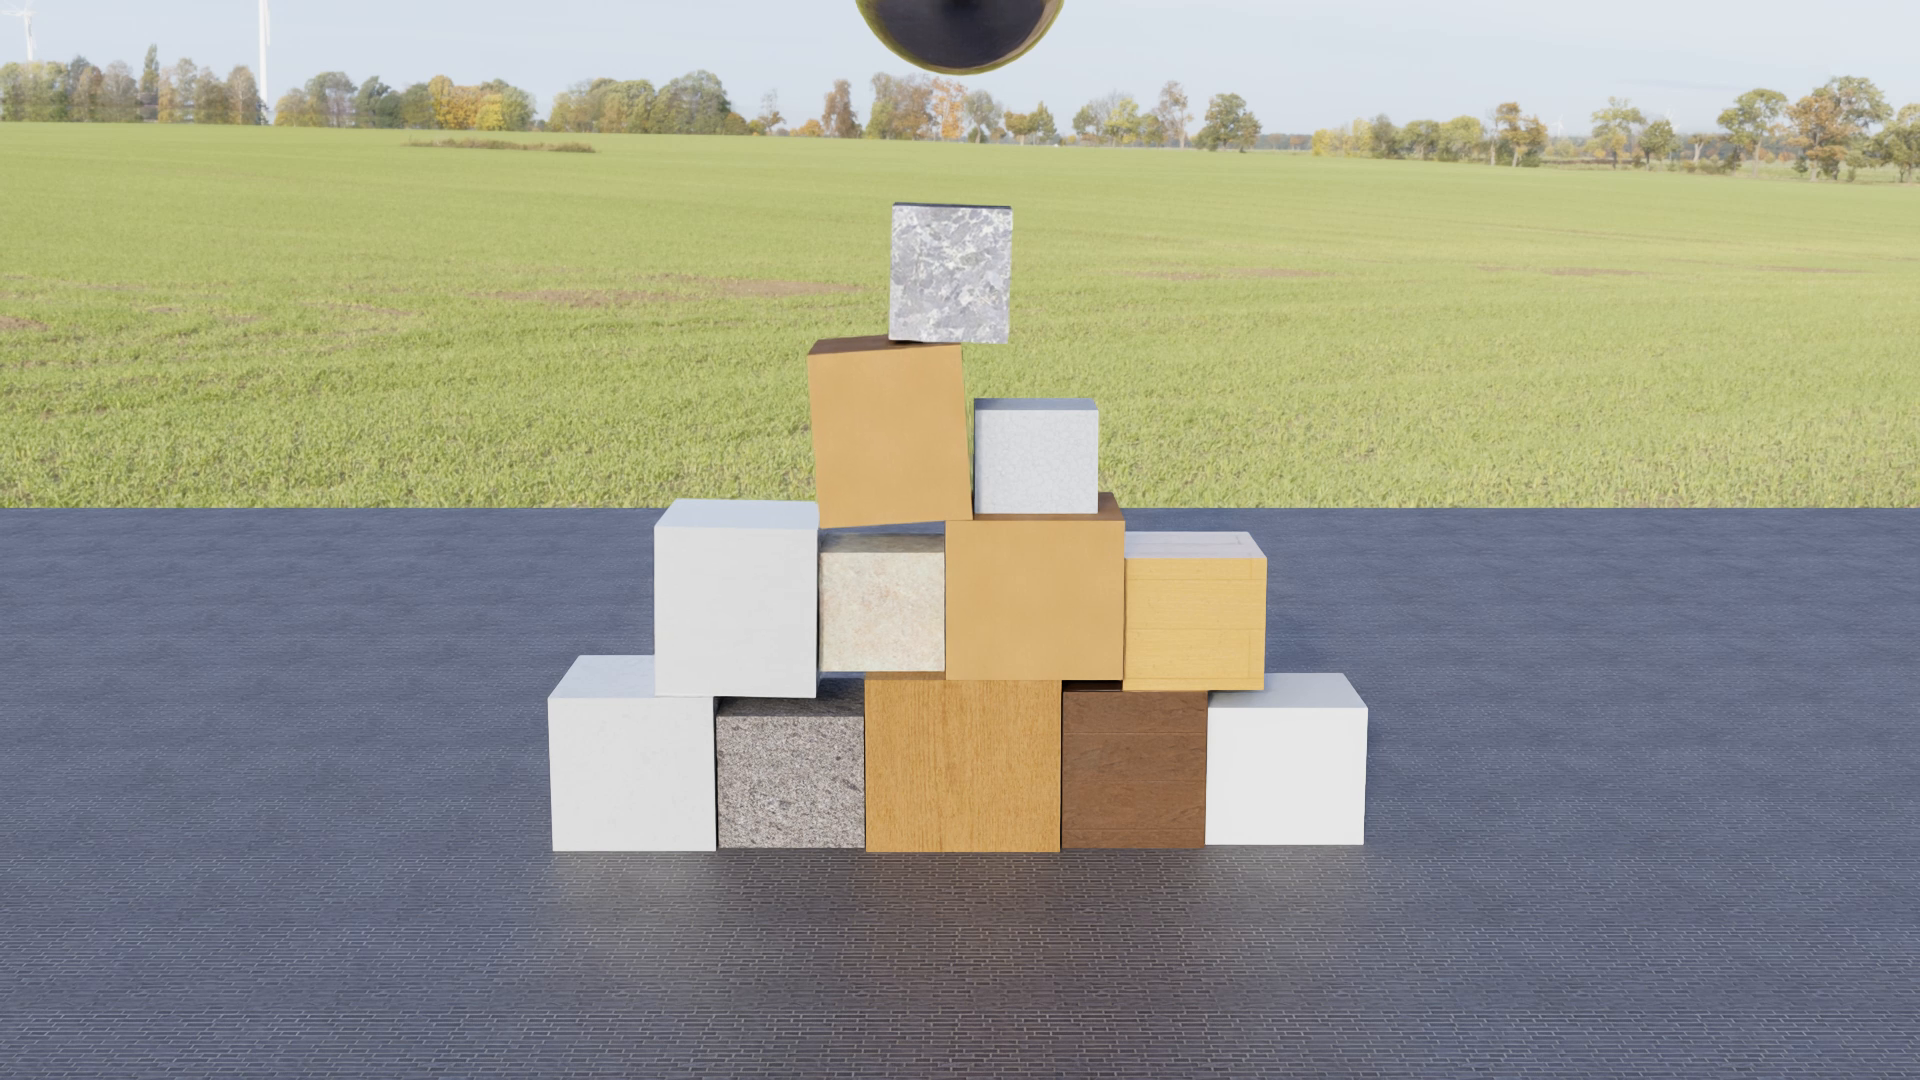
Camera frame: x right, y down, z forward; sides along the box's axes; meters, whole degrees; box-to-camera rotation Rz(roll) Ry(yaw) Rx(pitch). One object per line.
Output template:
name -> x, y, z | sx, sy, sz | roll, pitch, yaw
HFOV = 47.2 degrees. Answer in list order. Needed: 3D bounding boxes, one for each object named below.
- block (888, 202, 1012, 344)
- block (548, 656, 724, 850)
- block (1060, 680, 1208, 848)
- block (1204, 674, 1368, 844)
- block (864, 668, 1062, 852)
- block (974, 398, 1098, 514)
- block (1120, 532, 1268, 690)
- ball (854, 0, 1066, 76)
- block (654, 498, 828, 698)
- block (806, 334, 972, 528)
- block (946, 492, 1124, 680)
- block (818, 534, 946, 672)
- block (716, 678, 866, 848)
block -> -0.047, -1.337, 10.939 | 0.581, 0.645, 0.621 | 2, 10, 0
block -> -1.630, 1.087, 11.390 | 0.815, 0.787, 0.923 | 0, 10, 0
block -> 0.869, 1.081, 11.367 | 0.718, 0.807, 0.791 | 0, 10, 0
block -> 1.638, 1.123, 11.403 | 0.799, 0.711, 0.730 | 0, 10, 0
block -> 0.015, 1.038, 11.386 | 0.969, 0.883, 0.965 | 0, 10, 0
block -> 0.377, -0.432, 11.120 | 0.611, 0.514, 0.529 | 0, 10, 0
block -> 1.162, 0.351, 11.258 | 0.700, 0.667, 0.746 | 0, 10, 0
ball -> 0.000, -4.111, 15.621 | 1.600, 1.600, 1.600 | 0, 10, 0
block -> -1.106, 0.283, 11.249 | 0.797, 0.850, 0.839 | 1, 10, 0
block -> -0.338, -0.574, 11.061 | 0.744, 0.848, 0.875 | -4, 10, 1
block -> 0.367, 0.219, 11.201 | 0.871, 0.796, 0.891 | 0, 10, 0
block -> -0.389, 0.310, 11.239 | 0.627, 0.602, 0.560 | 0, 10, 0
block -> -0.846, 1.141, 11.393 | 0.733, 0.679, 0.804 | 0, 10, 0
